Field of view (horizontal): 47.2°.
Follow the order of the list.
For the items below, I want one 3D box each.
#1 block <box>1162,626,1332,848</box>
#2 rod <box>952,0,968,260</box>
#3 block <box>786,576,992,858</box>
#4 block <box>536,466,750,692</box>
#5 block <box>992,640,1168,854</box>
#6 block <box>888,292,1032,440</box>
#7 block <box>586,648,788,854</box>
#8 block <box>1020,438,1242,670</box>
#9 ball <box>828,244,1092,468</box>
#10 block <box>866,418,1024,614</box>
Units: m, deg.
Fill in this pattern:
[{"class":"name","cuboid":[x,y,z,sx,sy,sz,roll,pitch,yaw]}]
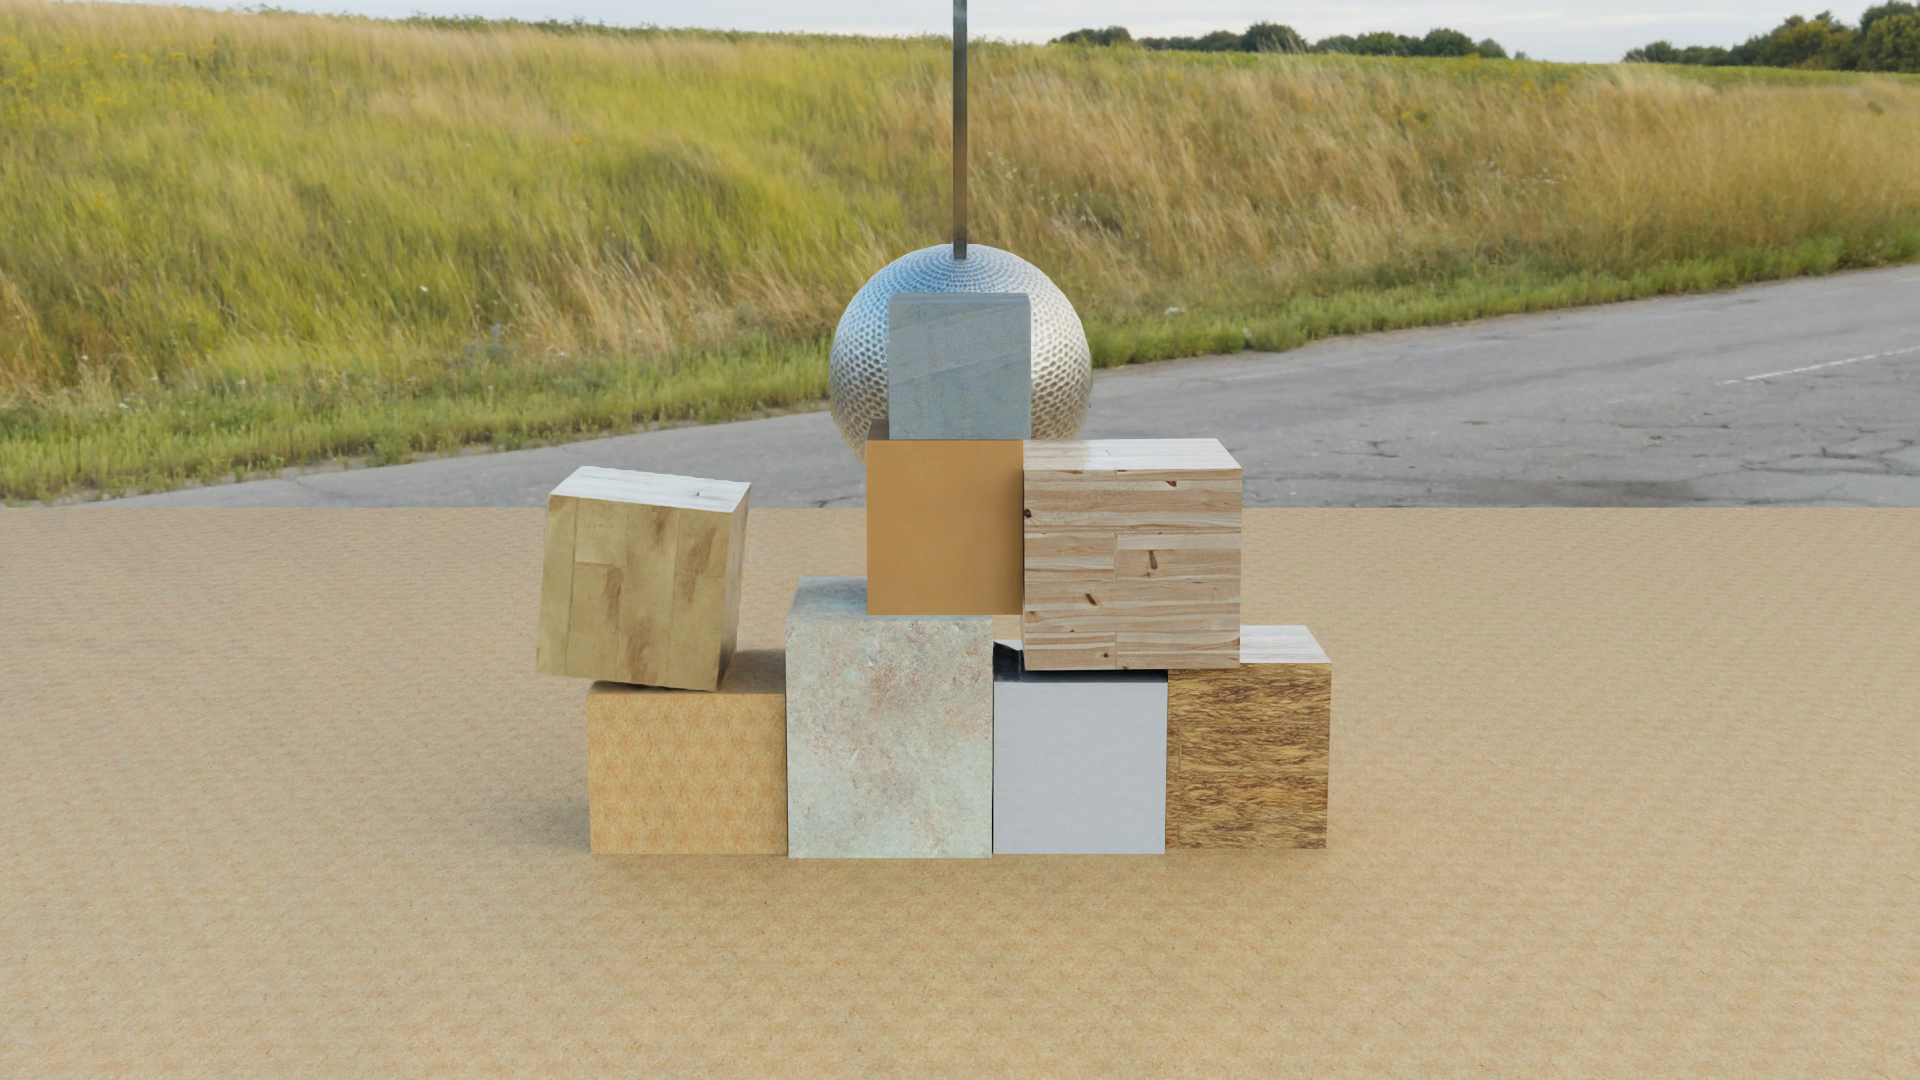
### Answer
[{"class":"block","cuboid":[1.435,1.002,11.378,0.808,0.958,0.855,0,10,0]},{"class":"rod","cuboid":[0.000,-3.851,11.491,0.080,5.200,0.080,0,33,0]},{"class":"block","cuboid":[-0.346,0.885,11.334,1.005,1.203,1.106,0,10,0]},{"class":"block","cuboid":[-1.598,0.179,11.226,0.894,0.901,0.945,6,10,-1]},{"class":"block","cuboid":[0.593,1.048,11.353,0.854,0.876,0.951,0,10,0]},{"class":"block","cuboid":[-0.001,-0.883,11.024,0.687,0.659,0.766,0,10,0]},{"class":"block","cuboid":[-1.349,1.074,11.367,0.980,0.820,0.979,0,10,0]},{"class":"block","cuboid":[0.838,0.050,11.191,1.048,0.987,1.077,-1,10,0]},{"class":"ball","cuboid":[0.000,-0.993,13.332,1.600,1.600,1.600,0,10,0]},{"class":"block","cuboid":[-0.074,-0.134,11.164,0.764,0.864,0.870,0,10,0]}]
